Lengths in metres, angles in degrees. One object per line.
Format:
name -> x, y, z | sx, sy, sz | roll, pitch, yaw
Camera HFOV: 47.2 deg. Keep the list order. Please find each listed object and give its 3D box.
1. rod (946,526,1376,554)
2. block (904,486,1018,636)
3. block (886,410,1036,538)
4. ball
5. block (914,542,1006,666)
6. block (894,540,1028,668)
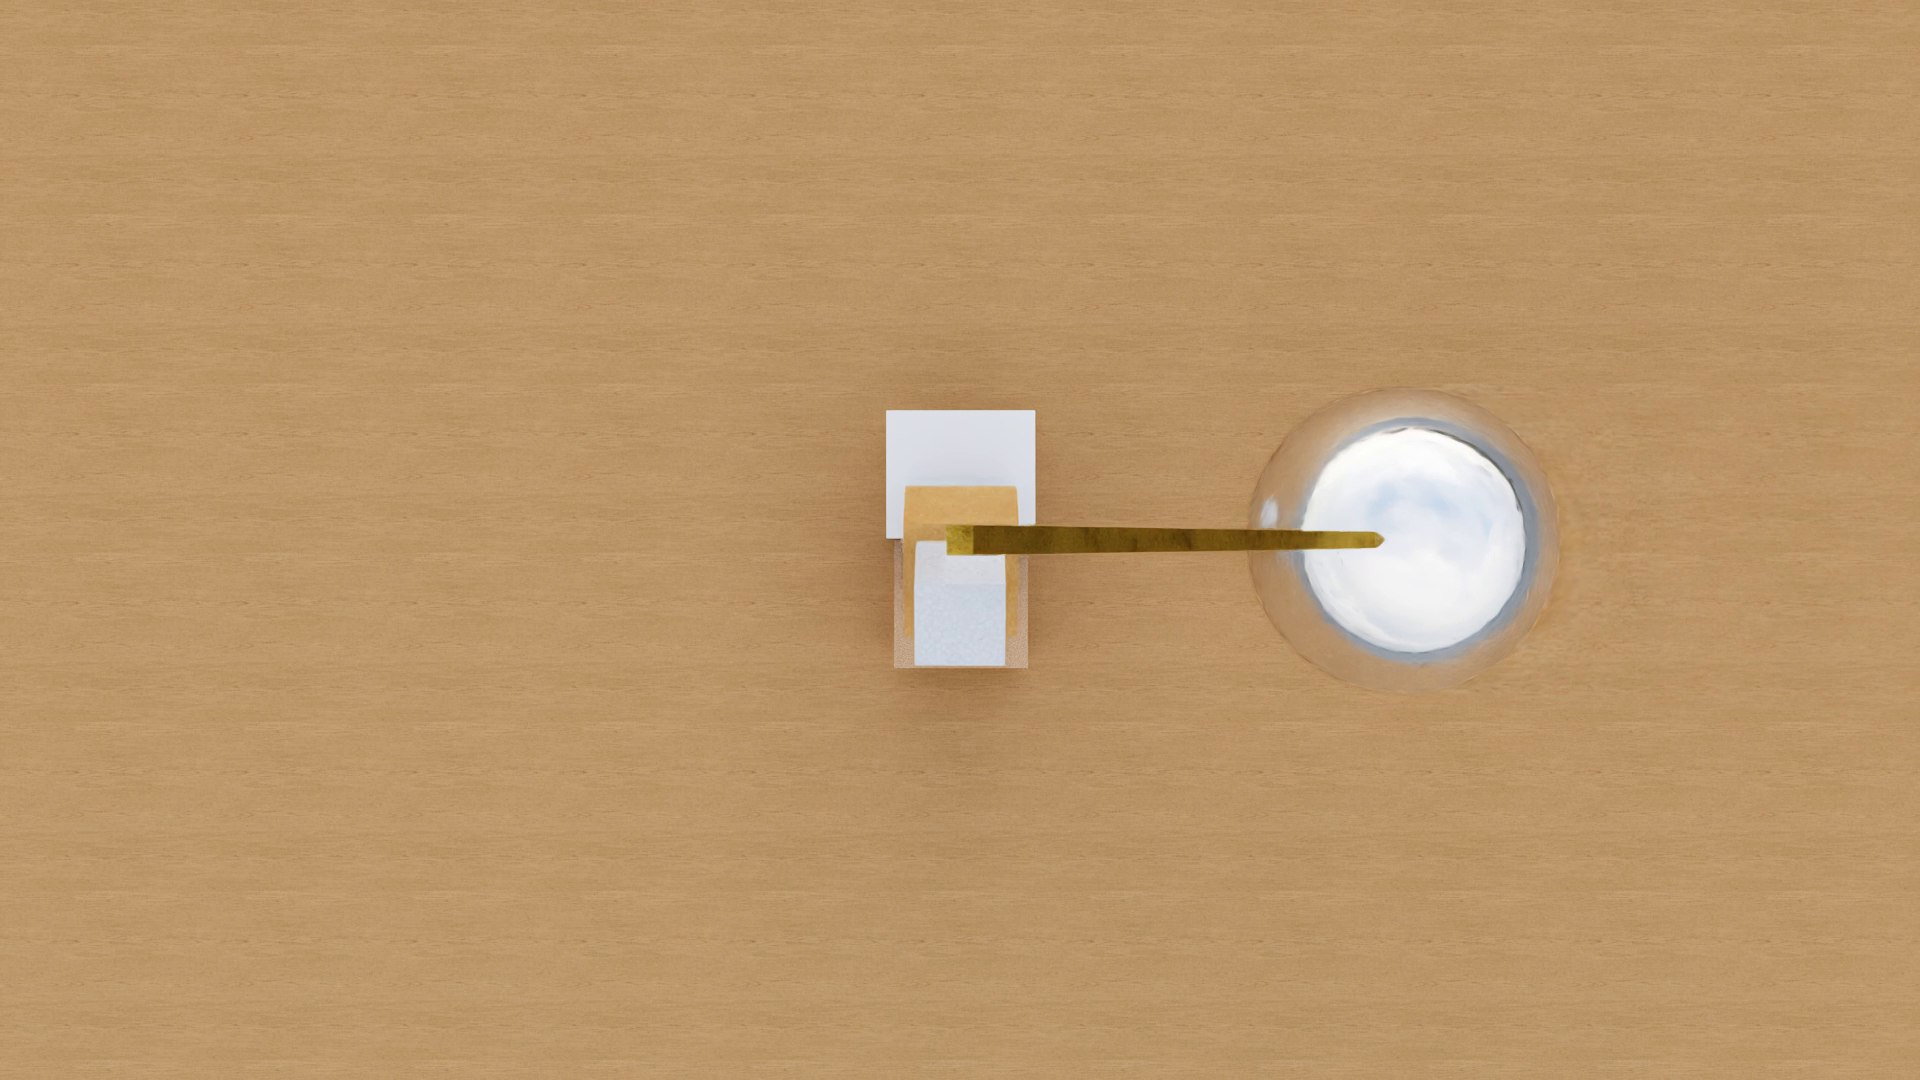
rod -> 0.994, 0.000, 8.297 | 0.080, 5.200, 0.080 | 0, 90, 22
block -> 0.005, 0.111, 11.935 | 0.610, 0.521, 0.661 | 0, 114, 0
block -> 0.004, -0.363, 12.588 | 0.824, 0.823, 0.708 | 0, 90, 0
ball -> 2.295, 0.000, 11.438 | 1.600, 1.600, 1.600 | 0, 90, 0
block -> 0.000, 0.330, 11.472 | 0.465, 0.498, 0.468 | 0, 115, 0
block -> 0.006, 0.359, 12.654 | 0.749, 0.692, 0.716 | 0, 90, 0
